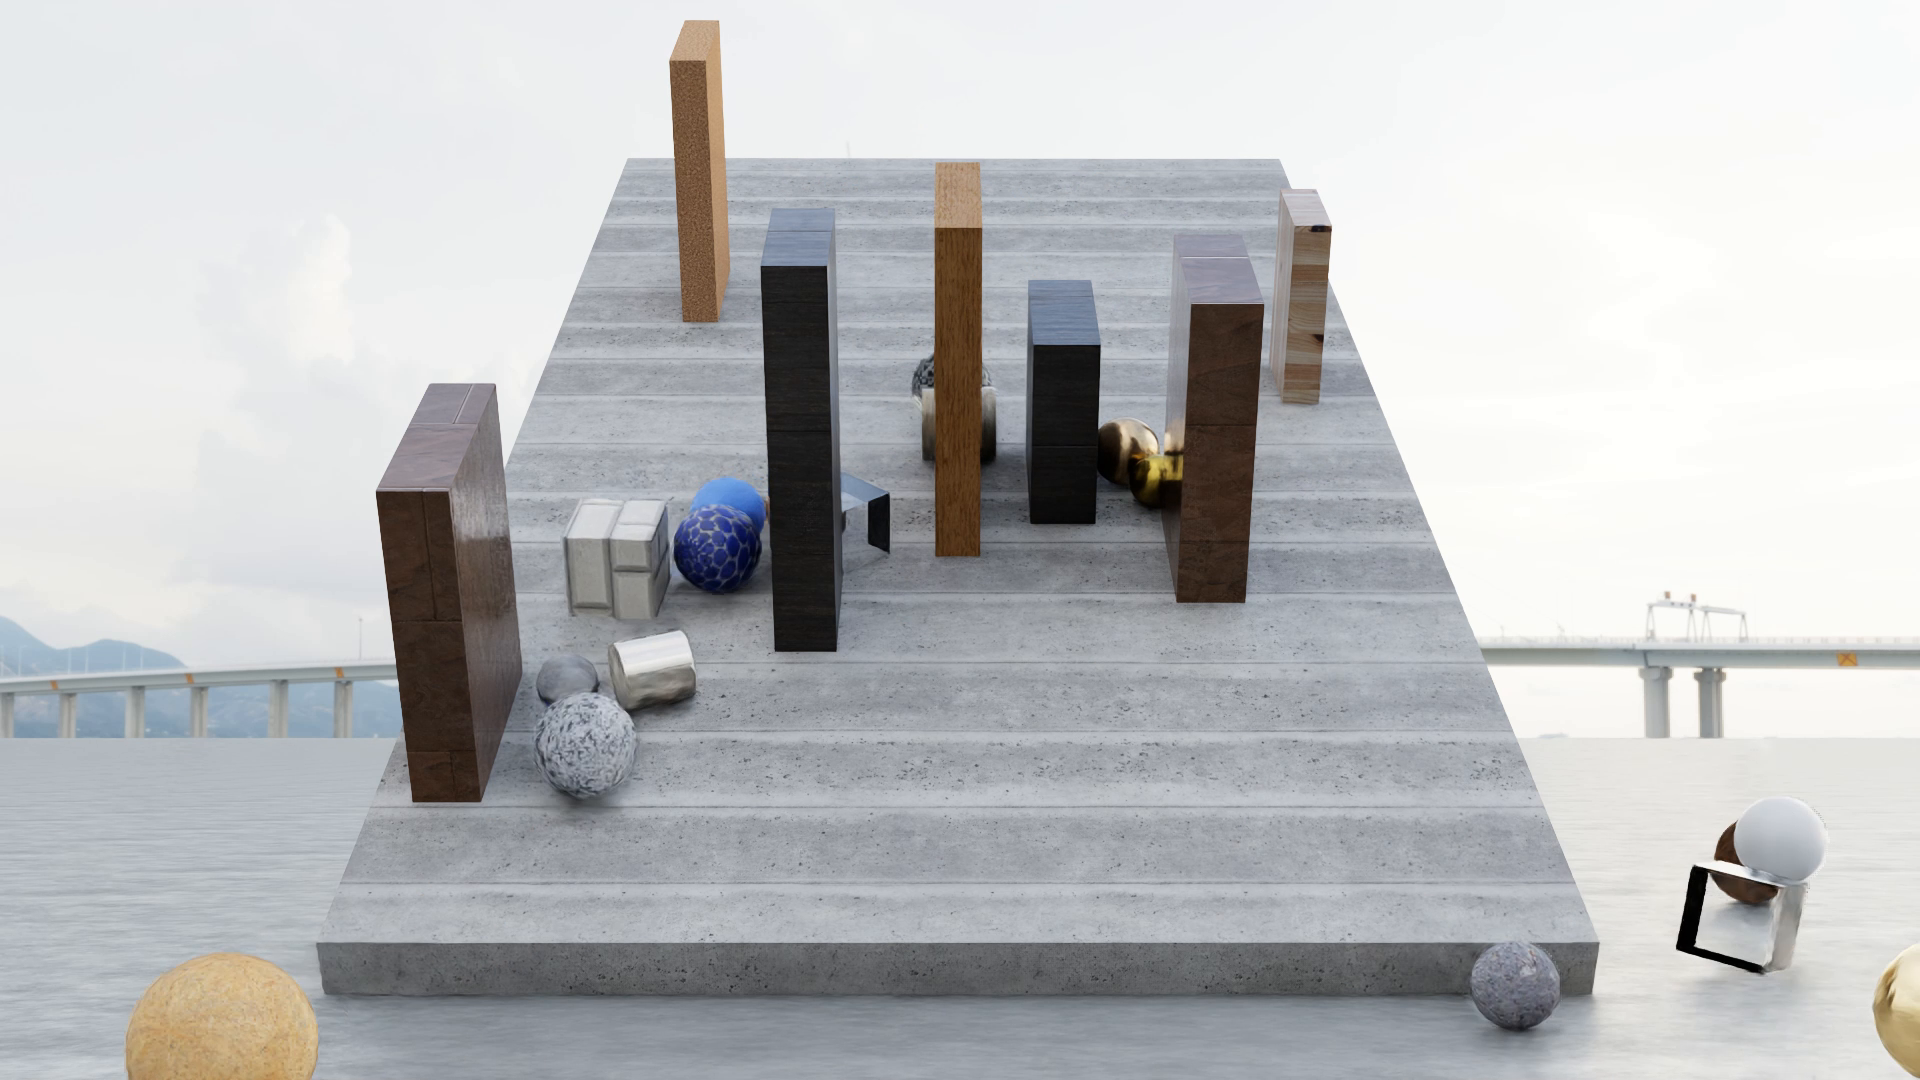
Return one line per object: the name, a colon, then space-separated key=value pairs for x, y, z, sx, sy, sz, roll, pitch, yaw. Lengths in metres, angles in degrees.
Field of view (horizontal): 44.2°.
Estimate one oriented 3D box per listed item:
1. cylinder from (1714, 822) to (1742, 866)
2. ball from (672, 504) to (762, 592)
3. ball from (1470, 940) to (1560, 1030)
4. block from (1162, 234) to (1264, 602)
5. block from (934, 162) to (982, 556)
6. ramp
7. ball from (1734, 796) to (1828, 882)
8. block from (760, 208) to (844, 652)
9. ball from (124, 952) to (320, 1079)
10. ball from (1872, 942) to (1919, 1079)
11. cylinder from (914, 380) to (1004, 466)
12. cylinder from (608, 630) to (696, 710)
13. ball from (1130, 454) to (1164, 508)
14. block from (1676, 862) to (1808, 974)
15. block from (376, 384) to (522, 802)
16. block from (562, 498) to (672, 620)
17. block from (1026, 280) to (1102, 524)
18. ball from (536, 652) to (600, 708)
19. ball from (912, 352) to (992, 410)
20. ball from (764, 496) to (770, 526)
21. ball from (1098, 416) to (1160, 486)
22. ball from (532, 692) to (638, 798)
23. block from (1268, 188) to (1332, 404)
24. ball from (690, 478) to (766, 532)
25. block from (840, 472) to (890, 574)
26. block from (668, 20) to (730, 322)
cylinder: x=1.955 y=0.772 z=5.768 sx=0.203 sy=0.203 sz=0.203 roll=-2 pitch=-5 yaw=23
ball: x=-0.482 y=0.016 z=4.704 sx=0.175 sy=0.175 sz=0.175 roll=0 pitch=-5 yaw=0
ball: x=0.773 y=0.620 z=3.295 sx=0.122 sy=0.122 sz=0.122 roll=0 pitch=-5 yaw=0
block: x=0.497 y=-0.244 z=4.718 sx=0.136 sy=0.632 sz=0.383 roll=0 pitch=27 yaw=0
block: x=-0.005 y=-0.375 z=4.889 sx=0.092 sy=0.710 sz=0.408 roll=0 pitch=27 yaw=0
ramp: x=-0.010 y=-0.227 z=5.496 sx=2.000 sy=0.100 sz=4.000 roll=0 pitch=27 yaw=0
ball: x=1.615 y=0.592 z=4.660 sx=0.174 sy=0.174 sz=0.174 roll=0 pitch=-5 yaw=0
block: x=-0.294 y=-0.205 z=4.473 sx=0.118 sy=0.778 sz=0.312 roll=0 pitch=27 yaw=0
ball: x=-0.749 y=0.514 z=2.406 sx=0.189 sy=0.189 sz=0.189 roll=0 pitch=-5 yaw=0
ball: x=1.156 y=0.552 z=2.759 sx=0.173 sy=0.173 sz=0.173 roll=0 pitch=-5 yaw=0
cylinder: x=-0.004 y=-0.259 z=5.268 sx=0.162 sy=0.162 sz=0.162 roll=12 pitch=-7 yaw=-9
cylinder: x=-0.562 y=0.237 z=4.316 sx=0.127 sy=0.127 sz=0.127 roll=-11 pitch=-1 yaw=-21
ball: x=0.420 y=-0.126 z=5.056 sx=0.116 sy=0.116 sz=0.116 roll=0 pitch=-5 yaw=0
block: x=1.346 y=0.648 z=4.075 sx=0.151 sy=0.151 sz=0.151 roll=12 pitch=3 yaw=37
block: x=-0.876 y=0.086 z=4.104 sx=0.117 sy=0.588 sz=0.443 roll=0 pitch=27 yaw=0
block: x=-0.674 y=0.036 z=4.666 sx=0.172 sy=0.172 sz=0.172 roll=2 pitch=27 yaw=3
block: x=0.217 y=-0.300 z=5.079 sx=0.137 sy=0.407 sz=0.375 roll=0 pitch=27 yaw=0
ball: x=-0.710 y=0.261 z=4.285 sx=0.113 sy=0.113 sz=0.113 roll=0 pitch=-5 yaw=0
ball: x=-0.019 y=-0.349 z=5.416 sx=0.185 sy=0.185 sz=0.185 roll=0 pitch=-5 yaw=0
ball: x=-0.346 y=-0.065 z=4.924 sx=0.123 sy=0.123 sz=0.123 roll=0 pitch=-5 yaw=0
ball: x=0.361 y=-0.194 z=5.154 sx=0.150 sy=0.150 sz=0.150 roll=0 pitch=-5 yaw=0
ball: x=-0.640 y=0.350 z=4.035 sx=0.180 sy=0.180 sz=0.180 roll=0 pitch=-5 yaw=0
block: x=0.802 y=-0.577 z=5.593 sx=0.086 sy=0.441 sz=0.264 roll=0 pitch=27 yaw=0
ball: x=-0.477 y=-0.052 z=4.861 sx=0.155 sy=0.155 sz=0.155 roll=0 pitch=-5 yaw=0
block: x=-0.243 y=-0.034 z=4.844 sx=0.140 sy=0.140 sz=0.140 roll=-24 pitch=35 yaw=-39
block: x=-0.662 y=-0.945 z=6.053 sx=0.089 sy=0.678 sz=0.385 roll=0 pitch=27 yaw=0
